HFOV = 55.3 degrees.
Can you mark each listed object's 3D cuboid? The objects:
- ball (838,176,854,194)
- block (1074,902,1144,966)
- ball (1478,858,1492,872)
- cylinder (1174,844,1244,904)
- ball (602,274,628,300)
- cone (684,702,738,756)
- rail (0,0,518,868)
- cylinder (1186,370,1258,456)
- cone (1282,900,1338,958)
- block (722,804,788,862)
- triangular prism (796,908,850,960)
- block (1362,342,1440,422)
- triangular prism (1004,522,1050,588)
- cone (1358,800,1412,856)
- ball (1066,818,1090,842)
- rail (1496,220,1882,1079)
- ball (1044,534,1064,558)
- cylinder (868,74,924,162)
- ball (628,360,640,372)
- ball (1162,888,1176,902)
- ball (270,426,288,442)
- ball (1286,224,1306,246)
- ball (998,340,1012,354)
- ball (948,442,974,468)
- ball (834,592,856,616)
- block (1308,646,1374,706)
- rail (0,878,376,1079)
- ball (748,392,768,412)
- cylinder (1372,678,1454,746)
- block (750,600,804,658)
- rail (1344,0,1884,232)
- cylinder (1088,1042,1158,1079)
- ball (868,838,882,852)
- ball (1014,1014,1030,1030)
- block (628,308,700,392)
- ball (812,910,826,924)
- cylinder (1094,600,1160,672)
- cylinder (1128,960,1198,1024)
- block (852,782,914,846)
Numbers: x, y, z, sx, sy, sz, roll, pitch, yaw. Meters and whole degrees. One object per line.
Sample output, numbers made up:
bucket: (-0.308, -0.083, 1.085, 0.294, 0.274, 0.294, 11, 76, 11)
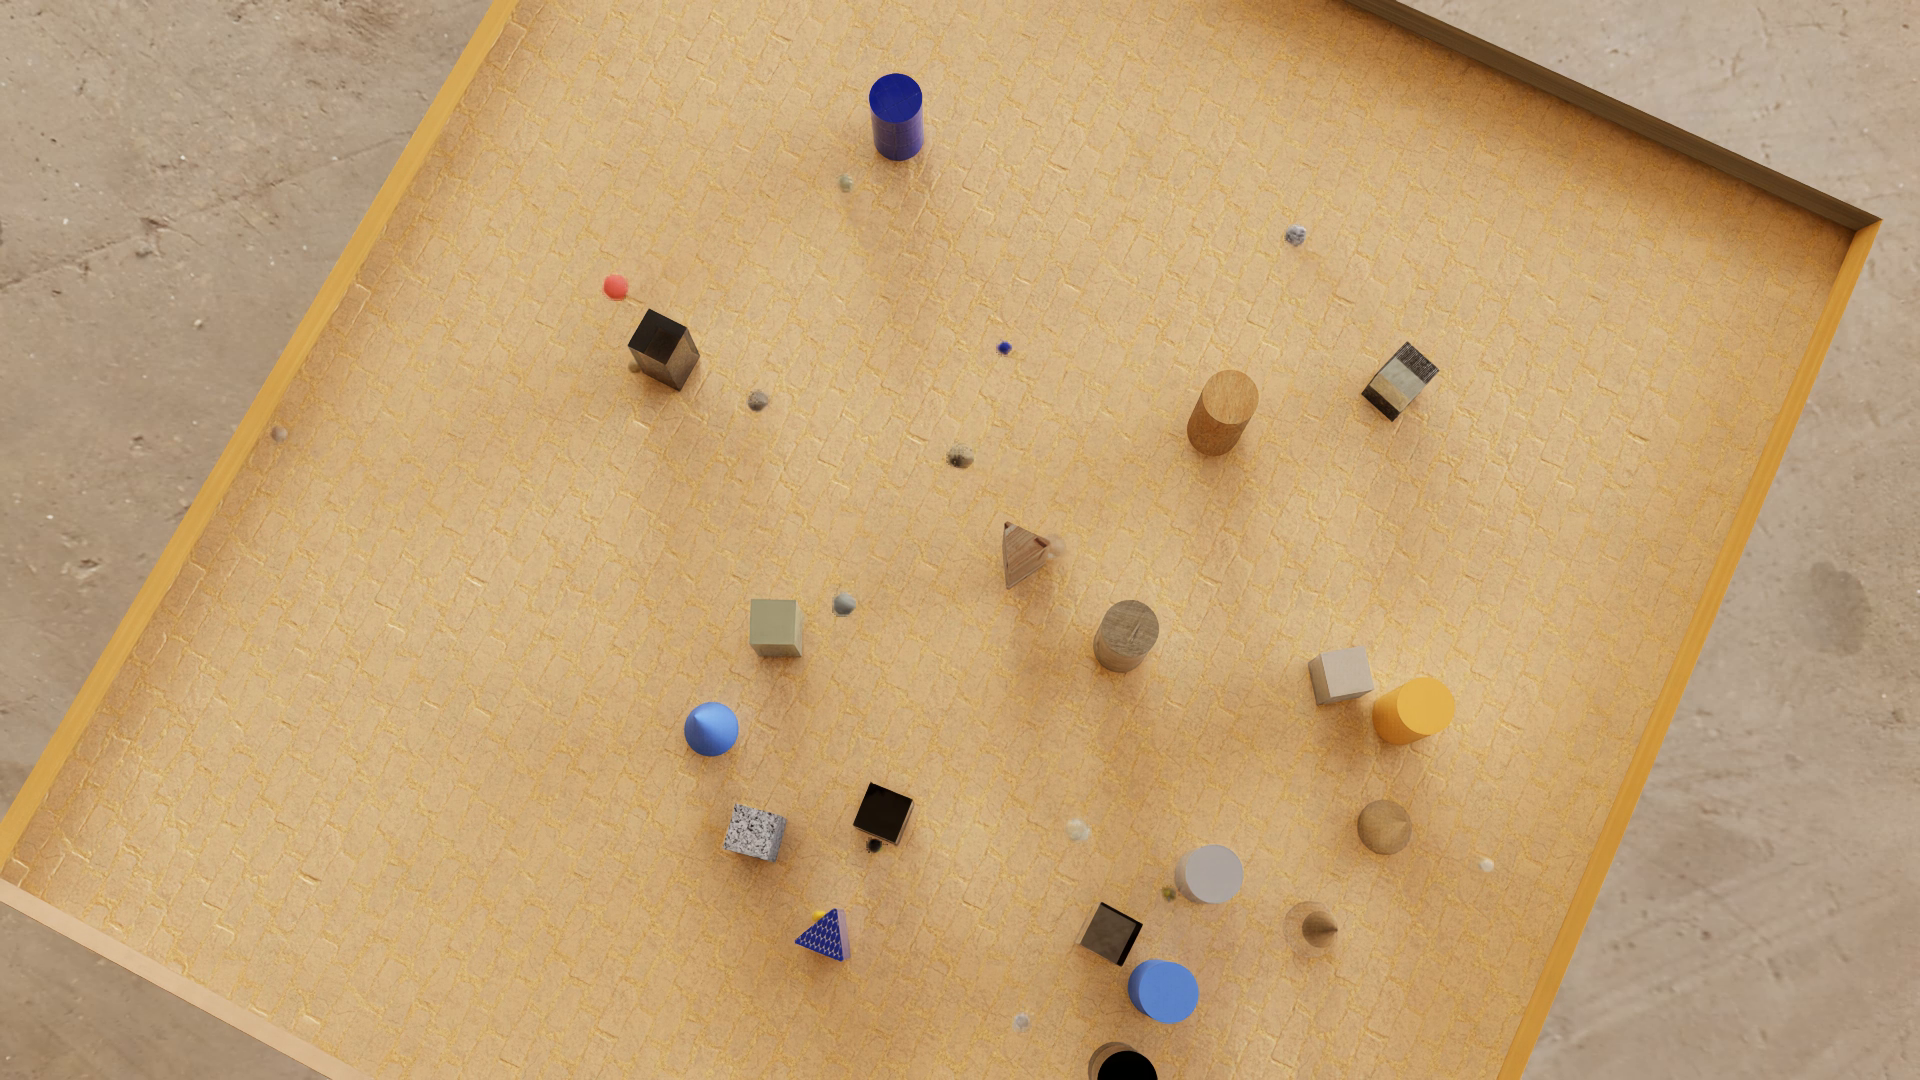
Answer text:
ball: (-0.363, -1.130, 5.821, 0.055, 0.055, 0.055, 0, 78, 0)
block: (0.420, 1.123, 5.226, 0.131, 0.310, 0.131, 28, 80, 5)
ball: (1.545, 0.957, 5.397, 0.042, 0.042, 0.042, 0, 78, 0)
cylinder: (0.715, 0.965, 5.280, 0.164, 0.267, 0.164, 0, 78, 0)
ball: (-1.079, -0.794, 5.740, 0.078, 0.078, 0.078, 0, 78, 0)
cone: (-0.746, 0.531, 5.319, 0.164, 0.366, 0.164, 0, 78, 0)
rail: (-1.876, -0.913, 5.749, 0.045, 0.106, 4.395, 26, 80, 5)
cylinder: (0.786, -0.378, 5.502, 0.164, 0.375, 0.164, 0, 78, 0)
cone: (1.029, 1.102, 5.182, 0.164, 0.405, 0.164, 0, 78, 0)
block: (-0.592, 0.852, 5.316, 0.131, 0.242, 0.131, 14, 79, 3)
triangular prism: (-0.365, 1.105, 5.201, 0.142, 0.366, 0.123, 21, 79, 4)
block: (1.342, -0.481, 5.591, 0.131, 0.242, 0.131, 44, 82, 8)
triangular prism: (0.167, 0.030, 5.444, 0.142, 0.325, 0.123, -34, 80, -7)
cone: (1.261, 0.824, 5.301, 0.164, 0.283, 0.164, 0, 78, 0)
ball: (0.347, 0.854, 5.404, 0.070, 0.070, 0.070, 0, 78, 0)
rail: (1.876, 0.924, 5.370, 0.045, 0.106, 4.395, 26, 80, 5)
ball: (0.280, 0.021, 5.574, 0.073, 0.073, 0.073, 0, 78, 0)
cylinder: (-0.197, -1.322, 5.742, 0.164, 0.287, 0.164, 0, 78, 0)
ball: (-1.011, -0.542, 5.706, 0.043, 0.043, 0.043, 0, 78, 0)
ball: (0.613, 1.041, 5.380, 0.042, 0.042, 0.042, 0, 78, 0)
ball: (-2.102, -0.326, 5.657, 0.051, 0.051, 0.051, 0, 78, 0)
ball: (1.061, -0.961, 5.781, 0.065, 0.065, 0.065, 0, 78, 0)
ball: (0.139, -0.600, 5.718, 0.042, 0.042, 0.042, 0, 78, 0)
ball: (0.004, -0.259, 5.628, 0.081, 0.081, 0.081, 0, 78, 0)
ball: (-0.350, 0.194, 5.541, 0.068, 0.068, 0.068, 0, 78, 0)
block: (1.126, 0.402, 5.426, 0.131, 0.209, 0.131, -10, 79, -2)
rail: (-0.972, 1.910, 5.167, 4.242, 0.106, 0.045, 26, 80, 5)
ball: (-0.626, -0.428, 5.672, 0.063, 0.063, 0.063, 0, 78, 0)
cylinder: (1.320, 0.502, 5.348, 0.164, 0.322, 0.164, 0, 78, 0)
block: (-0.542, 0.263, 5.428, 0.131, 0.261, 0.131, 1, 78, 0)
rail: (0.972, -1.899, 5.952, 4.242, 0.106, 0.045, 26, 80, 5)
cylinder: (0.451, 1.498, 5.119, 0.164, 0.369, 0.164, 0, 78, 0)
ball: (-0.250, 0.900, 5.408, 0.044, 0.044, 0.044, 0, 78, 0)
ball: (0.179, 1.394, 5.304, 0.047, 0.047, 0.047, 0, 78, 0)
block: (-0.901, -0.577, 5.590, 0.131, 0.283, 0.131, 27, 80, 5)
ball: (-0.411, 1.105, 5.366, 0.042, 0.042, 0.042, 0, 78, 0)
cylinder: (0.485, 0.286, 5.382, 0.164, 0.343, 0.164, 0, 78, 0)
cylinder: (0.571, 1.272, 5.178, 0.164, 0.344, 0.164, 0, 78, 0)
block: (-0.219, 0.798, 5.323, 0.131, 0.251, 0.131, 22, 79, 4)
